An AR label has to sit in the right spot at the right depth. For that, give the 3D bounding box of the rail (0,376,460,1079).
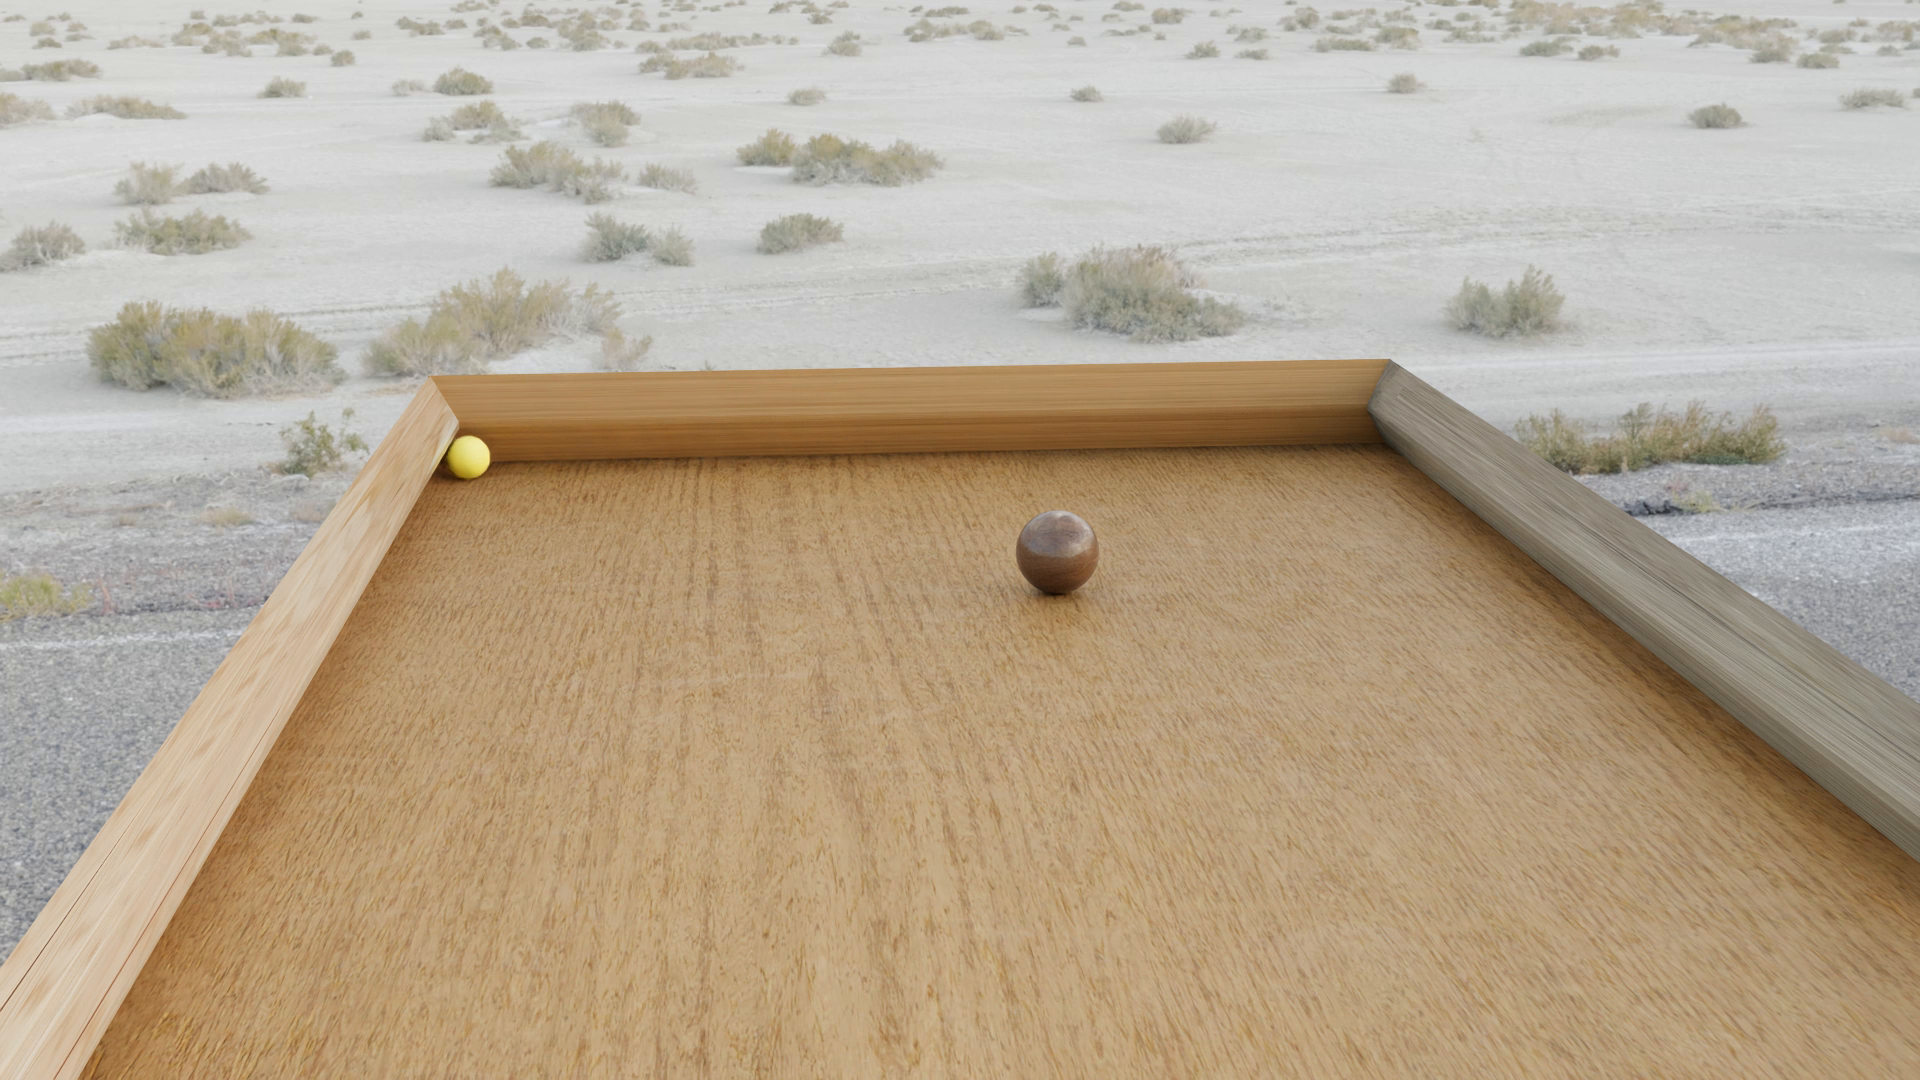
[{"bbox_3d":[-0.626,0.163,1.962,0.045,0.127,2.594,-1,15,-5],"label":"rail"}]

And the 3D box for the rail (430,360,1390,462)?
[{"bbox_3d":[-0.058,-0.188,3.248,1.427,0.127,0.045,-1,15,-5],"label":"rail"}]

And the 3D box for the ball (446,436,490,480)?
[{"bbox_3d":[-0.697,-0.117,3.117,0.061,0.061,0.061,0,15,0],"label":"ball"}]

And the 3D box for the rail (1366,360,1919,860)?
[{"bbox_3d":[0.747,0.129,2.087,0.045,0.127,2.594,-1,15,-5],"label":"rail"}]

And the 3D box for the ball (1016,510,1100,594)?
[{"bbox_3d":[0.114,0.014,2.568,0.098,0.098,0.098,0,15,0],"label":"ball"}]
